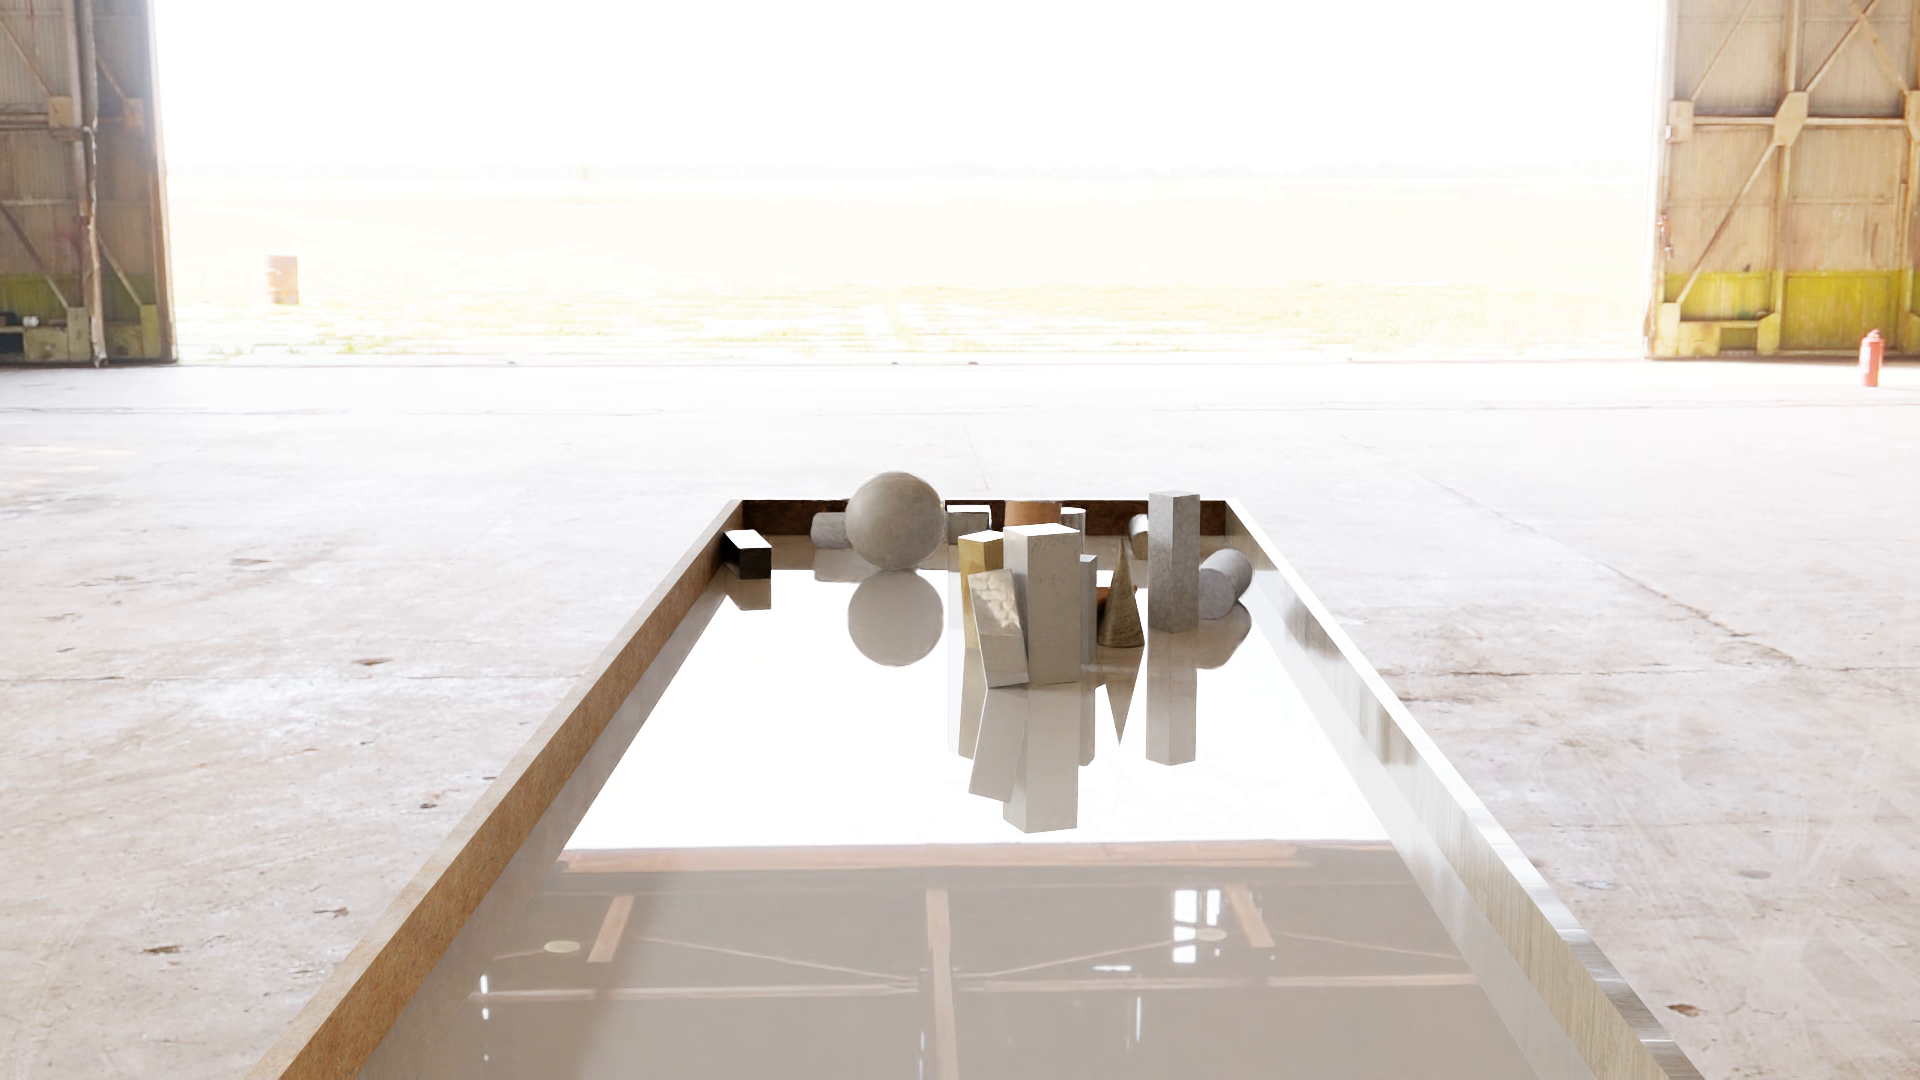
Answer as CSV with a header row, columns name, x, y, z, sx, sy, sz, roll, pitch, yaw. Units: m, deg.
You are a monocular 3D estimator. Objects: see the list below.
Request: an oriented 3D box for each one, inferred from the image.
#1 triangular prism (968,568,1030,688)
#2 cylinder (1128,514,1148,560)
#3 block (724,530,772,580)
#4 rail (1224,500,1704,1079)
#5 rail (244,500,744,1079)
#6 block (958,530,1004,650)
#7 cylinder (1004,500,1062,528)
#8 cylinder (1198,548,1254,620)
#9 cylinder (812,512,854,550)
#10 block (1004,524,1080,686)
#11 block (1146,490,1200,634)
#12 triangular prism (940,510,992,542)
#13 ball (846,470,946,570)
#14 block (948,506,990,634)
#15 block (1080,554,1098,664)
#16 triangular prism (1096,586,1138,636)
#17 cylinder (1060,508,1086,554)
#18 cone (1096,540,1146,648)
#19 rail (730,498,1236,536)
name,x,y,z,sx,sy,sz,roll,pitch,yaw
triangular prism,0.124,0.250,6.357,0.129,0.330,0.112,-9,1,13
cylinder,0.729,-0.013,8.725,0.116,0.116,0.442,0,9,3
block,-0.803,0.054,8.288,0.119,0.119,0.411,-2,9,-14
rail,1.046,0.843,3.208,0.050,0.150,12.000,0,9,1
rail,-1.004,0.839,3.234,0.050,0.150,12.000,0,9,1
block,0.092,0.159,6.858,0.125,0.350,0.125,-13,14,-37
cylinder,0.224,0.090,7.009,0.179,0.427,0.179,3,1,0
cylinder,0.885,0.148,7.521,0.174,0.174,0.417,3,9,16
cylinder,-0.381,-0.033,8.758,0.397,0.143,0.143,3,9,17
block,0.239,0.187,6.417,0.168,0.440,0.168,-5,10,-22
block,0.695,0.069,7.156,0.118,0.445,0.118,-7,11,-36
triangular prism,-0.085,-0.062,9.001,0.419,0.118,0.136,3,9,17
ball,-0.243,-0.076,8.287,0.377,0.377,0.377,0,9,0
block,0.028,0.095,7.141,0.135,0.397,0.135,0,9,-2
block,0.346,0.210,6.677,0.117,0.316,0.117,2,9,15
triangular prism,0.451,0.210,7.052,0.131,0.151,0.355,-37,-10,28
cylinder,0.346,0.094,7.185,0.123,0.384,0.123,0,9,0
cone,0.508,0.157,6.922,0.159,0.342,0.159,0,9,0
rail,0.099,-0.098,9.147,2.100,0.150,0.050,0,9,1
